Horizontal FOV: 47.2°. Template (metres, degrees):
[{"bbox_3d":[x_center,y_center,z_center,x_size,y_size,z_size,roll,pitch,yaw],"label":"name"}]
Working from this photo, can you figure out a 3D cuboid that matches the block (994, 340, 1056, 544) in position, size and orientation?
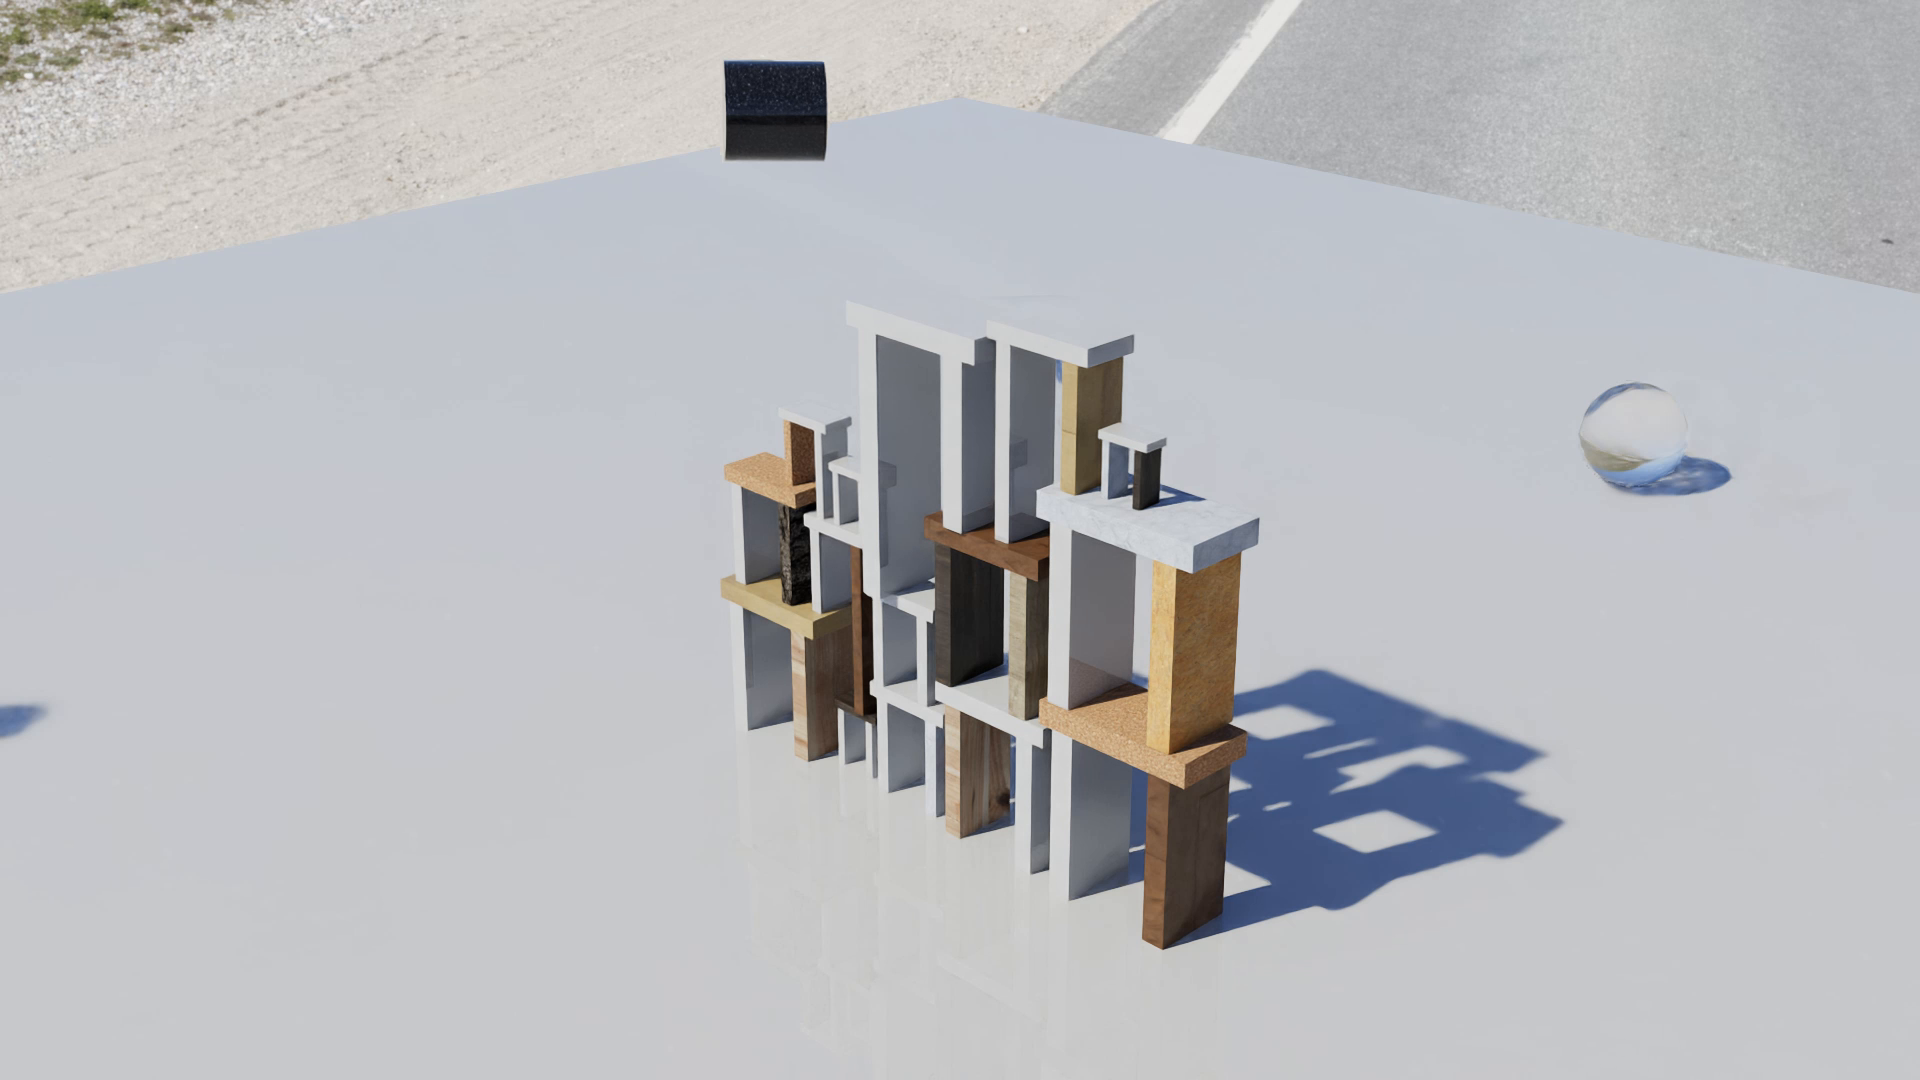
[{"bbox_3d":[0.120,-0.190,4.019,0.121,0.384,0.034,-21,31,-41],"label":"block"}]

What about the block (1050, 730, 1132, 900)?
[{"bbox_3d":[0.249,0.492,4.157,0.174,0.347,0.049,-21,31,-41],"label":"block"}]

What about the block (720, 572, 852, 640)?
[{"bbox_3d":[-0.354,0.124,4.655,0.148,0.042,0.297,-22,32,-40],"label":"block"}]

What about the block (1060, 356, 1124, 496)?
[{"bbox_3d":[0.233,-0.211,3.886,0.034,0.242,0.121,21,31,41],"label":"block"}]

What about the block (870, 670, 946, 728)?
[{"bbox_3d":[-0.071,0.315,4.441,0.211,0.030,0.105,21,31,41],"label":"block"}]

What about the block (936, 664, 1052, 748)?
[{"bbox_3d":[0.104,0.312,4.240,0.286,0.041,0.143,21,31,41],"label":"block"}]

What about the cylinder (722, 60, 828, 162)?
[{"bbox_3d":[-0.537,-1.236,6.339,0.287,0.287,0.287,-1,23,-8],"label":"cylinder"}]

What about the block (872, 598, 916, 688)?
[{"bbox_3d":[-0.131,0.193,4.447,0.027,0.190,0.095,21,31,41],"label":"block"}]

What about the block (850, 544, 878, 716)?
[{"bbox_3d":[-0.176,0.173,4.493,0.093,0.378,0.026,-22,31,-40],"label":"block"}]

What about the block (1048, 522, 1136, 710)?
[{"bbox_3d":[0.242,0.115,4.016,0.179,0.358,0.051,-21,31,-41],"label":"block"}]

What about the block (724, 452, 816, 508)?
[{"bbox_3d":[-0.374,-0.125,4.568,0.113,0.032,0.226,-22,32,-40],"label":"block"}]

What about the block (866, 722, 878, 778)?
[{"bbox_3d":[-0.166,0.428,4.588,0.064,0.129,0.018,-21,31,-41],"label":"block"}]

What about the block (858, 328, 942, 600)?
[{"bbox_3d":[-0.114,-0.164,4.279,0.048,0.545,0.169,21,31,41],"label":"block"}]

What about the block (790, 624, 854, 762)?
[{"bbox_3d":[-0.284,0.307,4.657,0.042,0.297,0.149,21,31,41],"label":"block"}]

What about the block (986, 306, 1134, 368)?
[{"bbox_3d":[0.176,-0.361,3.884,0.121,0.034,0.242,-21,31,-40],"label":"block"}]

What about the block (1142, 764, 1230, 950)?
[{"bbox_3d":[0.412,0.556,4.007,0.049,0.347,0.174,21,31,41],"label":"block"}]

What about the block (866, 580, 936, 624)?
[{"bbox_3d":[-0.086,0.111,4.364,0.190,0.027,0.095,21,31,41],"label":"block"}]

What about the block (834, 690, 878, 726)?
[{"bbox_3d":[-0.196,0.348,4.587,0.064,0.018,0.129,-22,32,-40],"label":"block"}]

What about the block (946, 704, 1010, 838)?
[{"bbox_3d":[0.036,0.436,4.366,0.041,0.286,0.143,21,31,41],"label":"block"}]

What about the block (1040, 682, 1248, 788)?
[{"bbox_3d":[0.330,0.341,4.005,0.174,0.049,0.347,-21,31,-41],"label":"block"}]

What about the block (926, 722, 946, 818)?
[{"bbox_3d":[-0.022,0.445,4.442,0.030,0.211,0.105,21,31,41],"label":"block"}]

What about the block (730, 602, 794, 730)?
[{"bbox_3d":[-0.424,0.252,4.786,0.042,0.297,0.149,21,31,41],"label":"block"}]

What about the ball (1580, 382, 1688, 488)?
[{"bbox_3d":[1.861,-0.291,6.077,0.290,0.290,0.290,0,23,0],"label":"ball"}]

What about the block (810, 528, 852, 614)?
[{"bbox_3d":[-0.263,0.051,4.536,0.093,0.185,0.026,-22,32,-40],"label":"block"}]

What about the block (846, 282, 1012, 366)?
[{"bbox_3d":[-0.035,-0.406,4.090,0.169,0.048,0.338,-22,32,-40],"label":"block"}]

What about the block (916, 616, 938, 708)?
[{"bbox_3d":[-0.041,0.228,4.365,0.027,0.190,0.095,21,31,40],"label":"block"}]

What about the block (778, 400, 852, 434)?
[{"bbox_3d":[-0.292,-0.248,4.431,0.071,0.020,0.141,-22,31,-40],"label":"block"}]

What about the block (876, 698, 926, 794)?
[{"bbox_3d":[-0.121,0.406,4.533,0.030,0.211,0.105,21,31,41],"label":"block"}]

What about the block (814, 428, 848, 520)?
[{"bbox_3d":[-0.259,-0.140,4.441,0.071,0.188,0.020,-22,31,-40],"label":"block"}]

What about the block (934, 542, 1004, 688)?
[{"bbox_3d":[0.019,0.124,4.255,0.042,0.295,0.148,21,31,41],"label":"block"}]

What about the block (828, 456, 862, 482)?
[{"bbox_3d":[-0.203,-0.140,4.373,0.056,0.016,0.112,-22,31,-40],"label":"block"}]

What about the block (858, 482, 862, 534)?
[{"bbox_3d":[-0.176,-0.071,4.374,0.056,0.112,0.016,-22,31,-40],"label":"block"}]

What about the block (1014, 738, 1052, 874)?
[{"bbox_3d":[0.171,0.489,4.242,0.041,0.286,0.143,21,31,41],"label":"block"}]

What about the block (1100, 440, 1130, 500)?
[{"bbox_3d":[0.273,-0.130,3.866,0.015,0.109,0.054,21,31,41],"label":"block"}]

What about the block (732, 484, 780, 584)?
[{"bbox_3d":[-0.427,-0.028,4.669,0.113,0.226,0.032,-22,32,-40],"label":"block"}]

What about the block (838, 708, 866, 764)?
[{"bbox_3d":[-0.227,0.404,4.644,0.018,0.129,0.064,21,31,41],"label":"block"}]

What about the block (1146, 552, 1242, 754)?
[{"bbox_3d":[0.411,0.181,3.861,0.051,0.358,0.179,21,31,41],"label":"block"}]

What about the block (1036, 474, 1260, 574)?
[{"bbox_3d":[0.327,-0.041,3.859,0.358,0.051,0.179,21,31,41],"label":"block"}]

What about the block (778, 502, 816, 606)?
[{"bbox_3d":[-0.320,0.014,4.571,0.113,0.226,0.032,-22,32,-40],"label":"block"}]

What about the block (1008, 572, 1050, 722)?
[{"bbox_3d":[0.158,0.178,4.127,0.042,0.295,0.148,21,31,41],"label":"block"}]

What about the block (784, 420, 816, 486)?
[{"bbox_3d":[-0.325,-0.187,4.493,0.071,0.141,0.020,-22,31,-40],"label":"block"}]

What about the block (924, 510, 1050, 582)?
[{"bbox_3d":[0.089,-0.004,4.125,0.295,0.042,0.148,21,31,41],"label":"block"}]

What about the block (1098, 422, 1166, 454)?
[{"bbox_3d":[0.300,-0.178,3.818,0.109,0.015,0.054,21,31,40],"label":"block"}]

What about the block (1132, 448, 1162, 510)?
[{"bbox_3d":[0.325,-0.110,3.819,0.015,0.109,0.054,21,31,40],"label":"block"}]

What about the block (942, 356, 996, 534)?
[{"bbox_3d":[0.046,-0.197,4.092,0.169,0.338,0.048,-21,31,-41],"label":"block"}]

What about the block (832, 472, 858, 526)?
[{"bbox_3d":[-0.229,-0.091,4.423,0.056,0.113,0.016,-22,31,-40],"label":"block"}]

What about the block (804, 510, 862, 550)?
[{"bbox_3d":[-0.220,-0.029,4.453,0.093,0.026,0.185,-22,31,-40],"label":"block"}]
